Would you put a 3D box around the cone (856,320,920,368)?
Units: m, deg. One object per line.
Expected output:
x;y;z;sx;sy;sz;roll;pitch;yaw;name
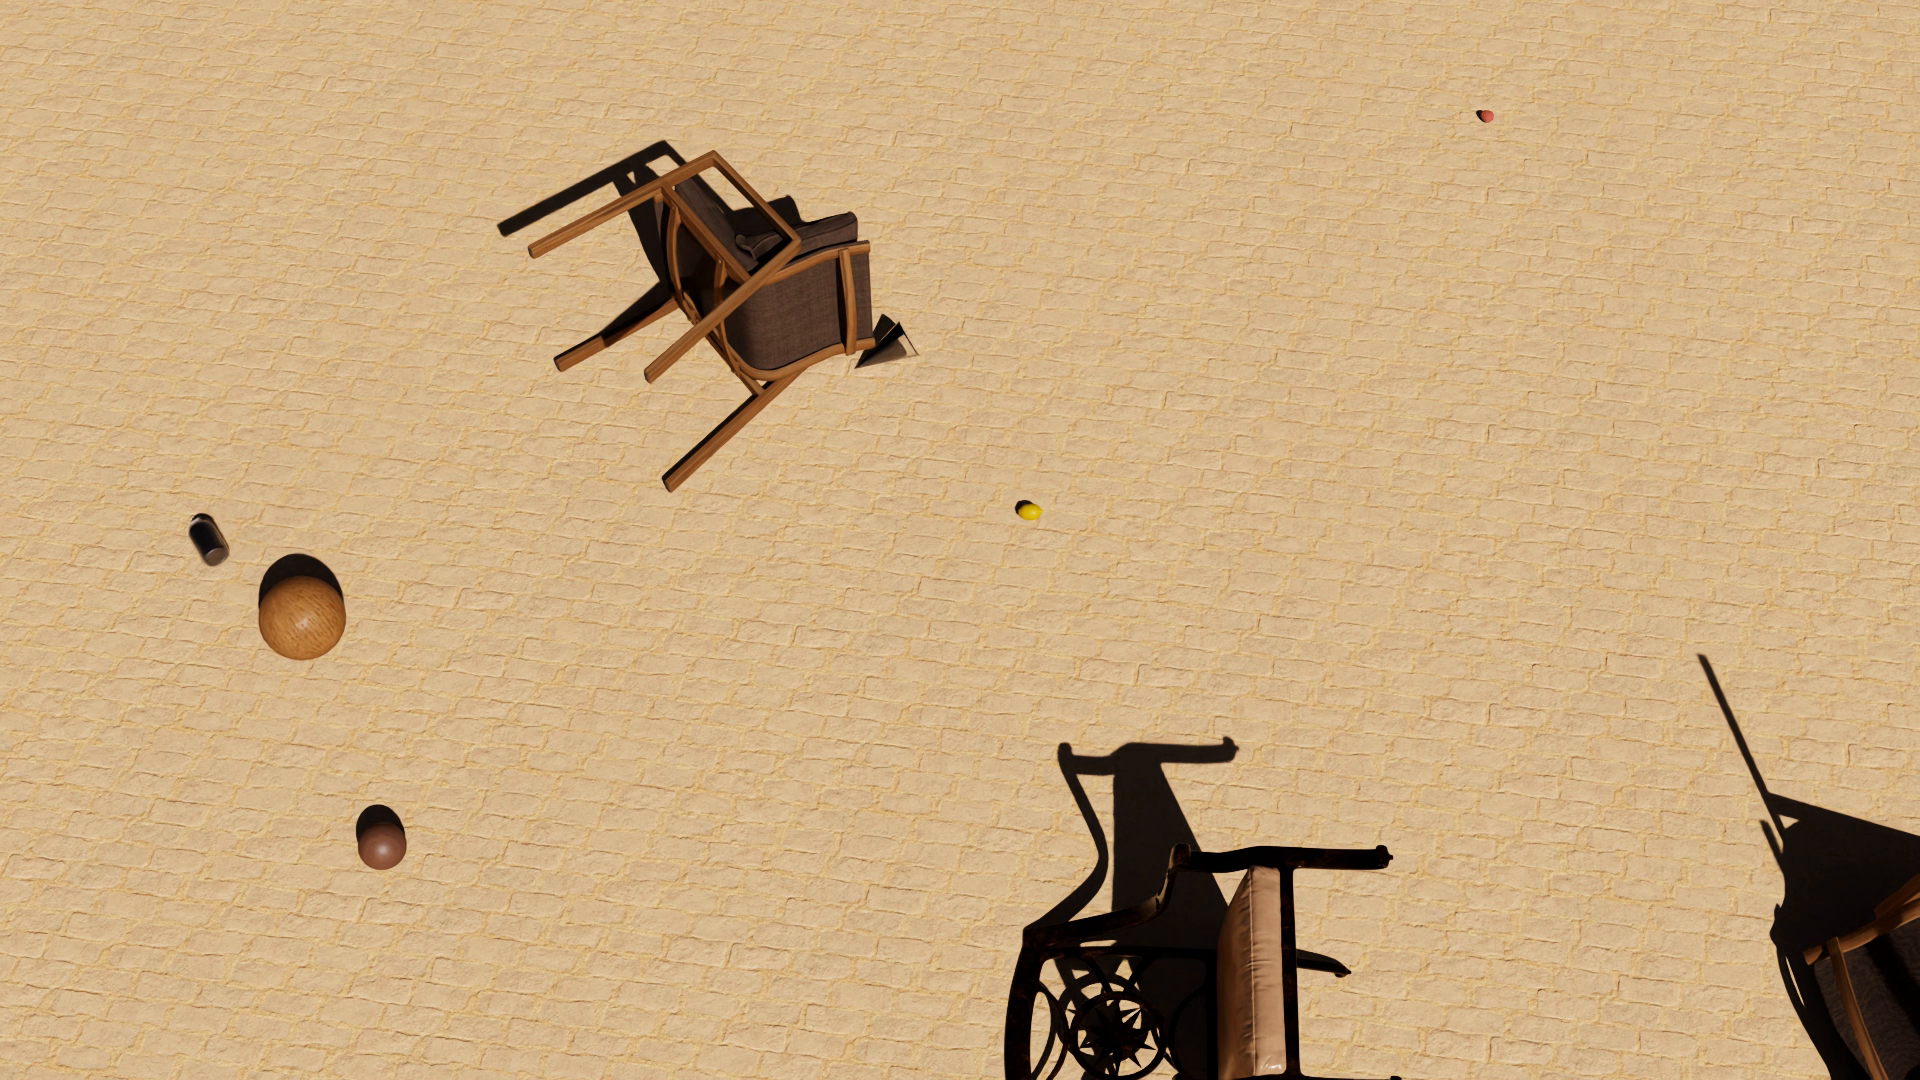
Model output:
-0.246;-0.587;6.925;0.202;0.152;0.092;-28;47;6;cone

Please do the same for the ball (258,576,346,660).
-1.878;0.223;6.278;0.242;0.242;0.242;0;56;0;ball
